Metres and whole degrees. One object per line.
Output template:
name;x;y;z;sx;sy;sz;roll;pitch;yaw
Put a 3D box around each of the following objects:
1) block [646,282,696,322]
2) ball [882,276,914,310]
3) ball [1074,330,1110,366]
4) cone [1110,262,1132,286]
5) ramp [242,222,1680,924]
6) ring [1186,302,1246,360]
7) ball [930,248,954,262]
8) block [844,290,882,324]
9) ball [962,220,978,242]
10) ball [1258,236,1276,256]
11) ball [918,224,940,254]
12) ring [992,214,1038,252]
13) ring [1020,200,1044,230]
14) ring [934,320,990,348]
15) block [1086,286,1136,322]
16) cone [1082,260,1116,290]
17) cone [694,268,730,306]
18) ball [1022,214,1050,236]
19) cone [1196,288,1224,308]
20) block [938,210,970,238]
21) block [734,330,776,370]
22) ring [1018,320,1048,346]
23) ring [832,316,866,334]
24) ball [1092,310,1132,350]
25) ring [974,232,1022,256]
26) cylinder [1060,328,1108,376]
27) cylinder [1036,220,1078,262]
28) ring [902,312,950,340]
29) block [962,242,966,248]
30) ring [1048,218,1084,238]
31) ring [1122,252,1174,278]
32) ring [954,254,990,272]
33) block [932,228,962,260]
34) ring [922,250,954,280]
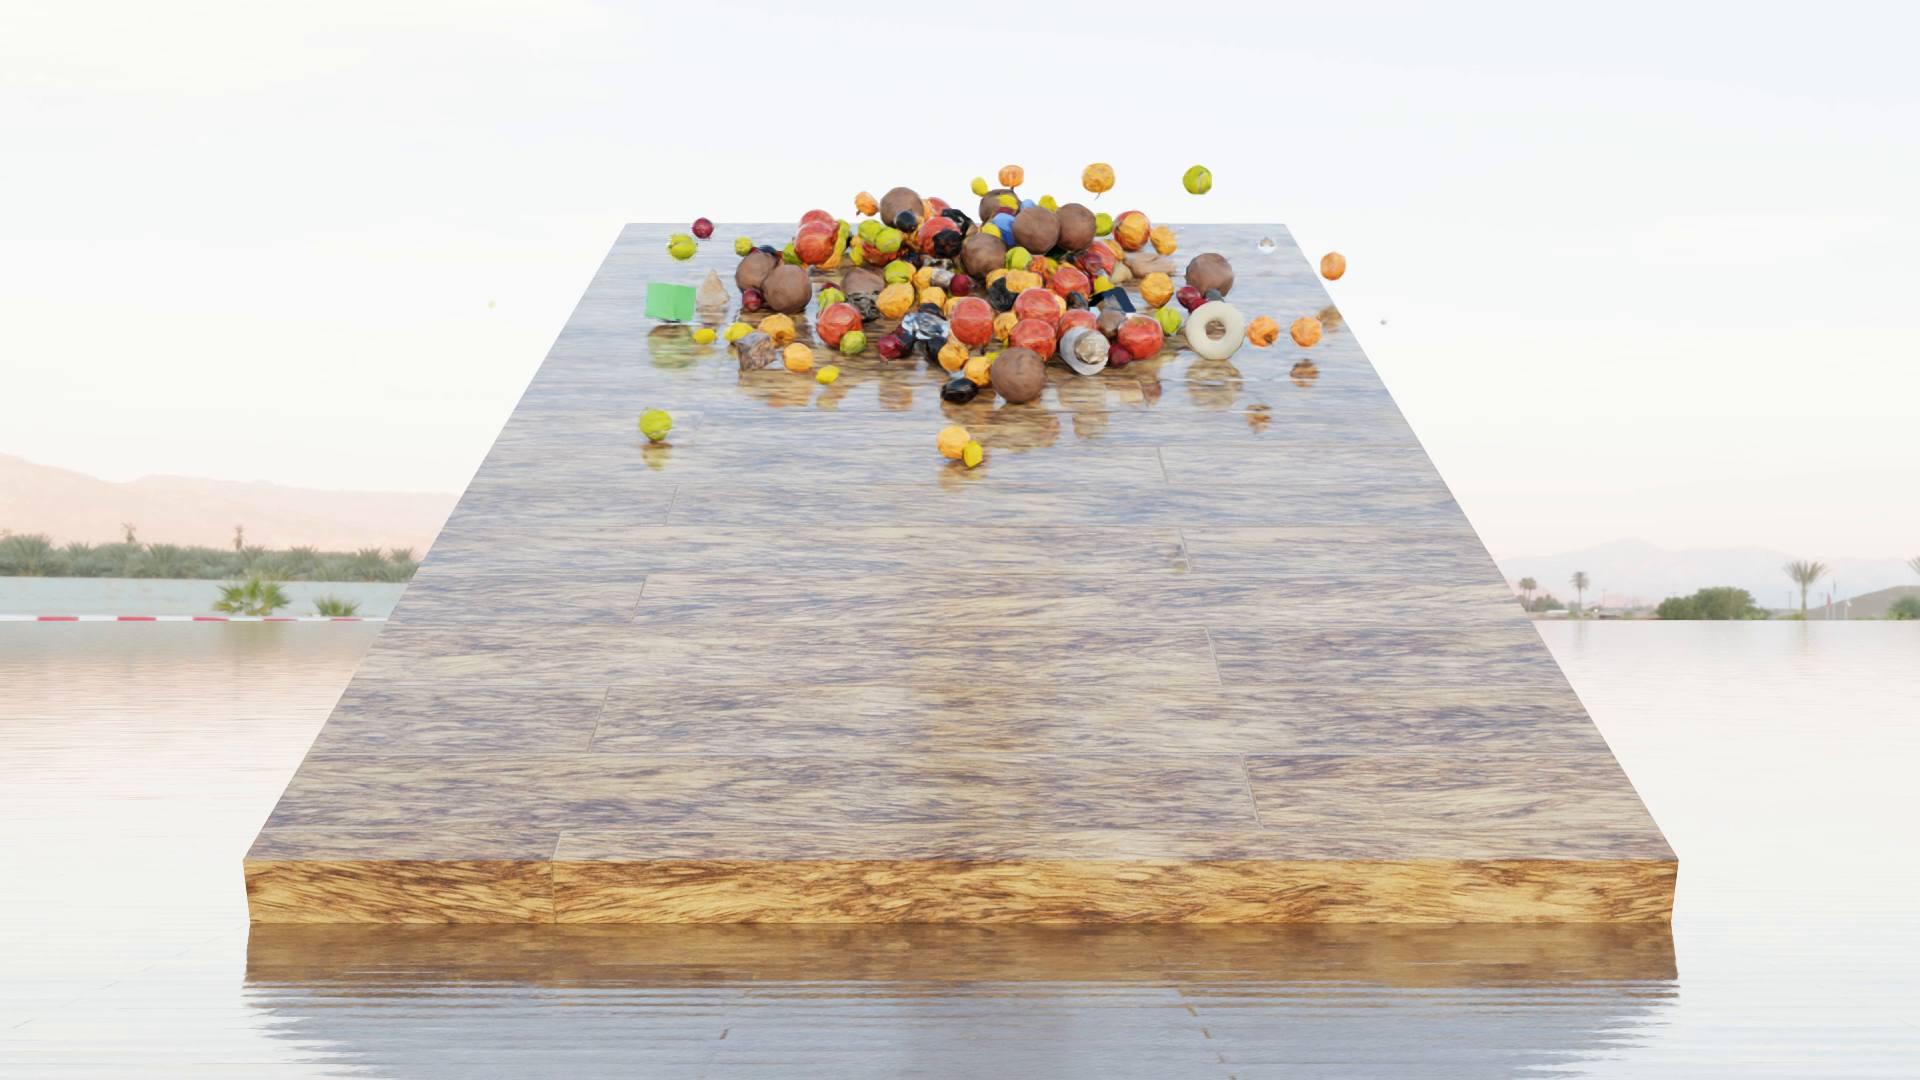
block;-0.738;-0.607;5.802;0.087;0.087;0.087;8;4;25
ball;-0.163;-0.642;5.936;0.087;0.087;0.087;0;-2;0
ball;0.304;-0.446;5.274;0.083;0.083;0.083;0;-2;0
cone;0.413;-0.692;6.009;0.060;0.060;0.060;39;-15;13
ramp;-0.005;-0.212;5.057;2.000;0.100;4.000;0;21;0
ring;0.620;-0.507;5.522;0.146;0.146;0.049;0;-7;8
ball;-0.052;-0.783;6.296;0.070;0.070;0.070;0;-2;0
block;-0.245;-0.581;5.689;0.068;0.068;0.068;-6;-4;-24
ball;0.017;-0.885;6.516;0.067;0.067;0.067;0;-2;0
ball;0.880;-0.842;6.520;0.053;0.053;0.053;0;-2;0
ball;-0.077;-0.859;6.516;0.084;0.084;0.084;0;-2;0
ring;0.152;-0.838;6.207;0.145;0.048;0.145;33;-7;4
ring;0.205;-0.922;6.457;0.032;0.097;0.097;-30;-16;25
ring;0.002;-0.511;5.641;0.150;0.050;0.150;1;20;0
block;0.380;-0.580;5.743;0.077;0.077;0.077;-16;-19;-37
cone;0.389;-0.697;6.152;0.088;0.088;0.088;26;-10;-17
cone;-0.652;-0.679;5.988;0.094;0.094;0.094;3;36;-2
ball;0.217;-0.907;6.597;0.091;0.091;0.091;0;-2;0
cone;0.641;-0.613;5.942;0.069;0.069;0.069;2;-13;-42
block;-0.017;-0.898;6.462;0.060;0.060;0.060;4;-21;41
block;-0.489;-0.454;5.444;0.065;0.065;0.065;-30;34;-30
ring;0.177;-0.500;5.480;0.077;0.077;0.026;-1;-39;19
ring;-0.280;-0.544;5.757;0.083;0.028;0.083;0;22;0
ball;0.371;-0.516;5.586;0.097;0.097;0.097;0;-2;0
ring;0.115;-0.850;6.545;0.146;0.049;0.146;-1;20;1
cylinder;0.294;-0.449;5.415;0.093;0.093;0.093;1;20;-16
cylinder;0.266;-0.824;6.283;0.086;0.086;0.086;-32;-22;35
ring;-0.084;-0.522;5.555;0.118;0.039;0.118;11;23;-5
block;-0.022;-0.894;6.614;0.068;0.068;0.068;-4;31;-8
ring;0.293;-0.918;6.722;0.149;0.050;0.149;2;18;-1
ring;0.520;-0.762;6.311;0.144;0.048;0.144;3;22;-1
ring;0.033;-0.775;6.361;0.106;0.035;0.106;-3;21;1
block;-0.032;-0.781;5.993;0.053;0.053;0.053;26;51;35
ring;-0.060;-0.751;6.218;0.093;0.093;0.031;-1;-6;31
